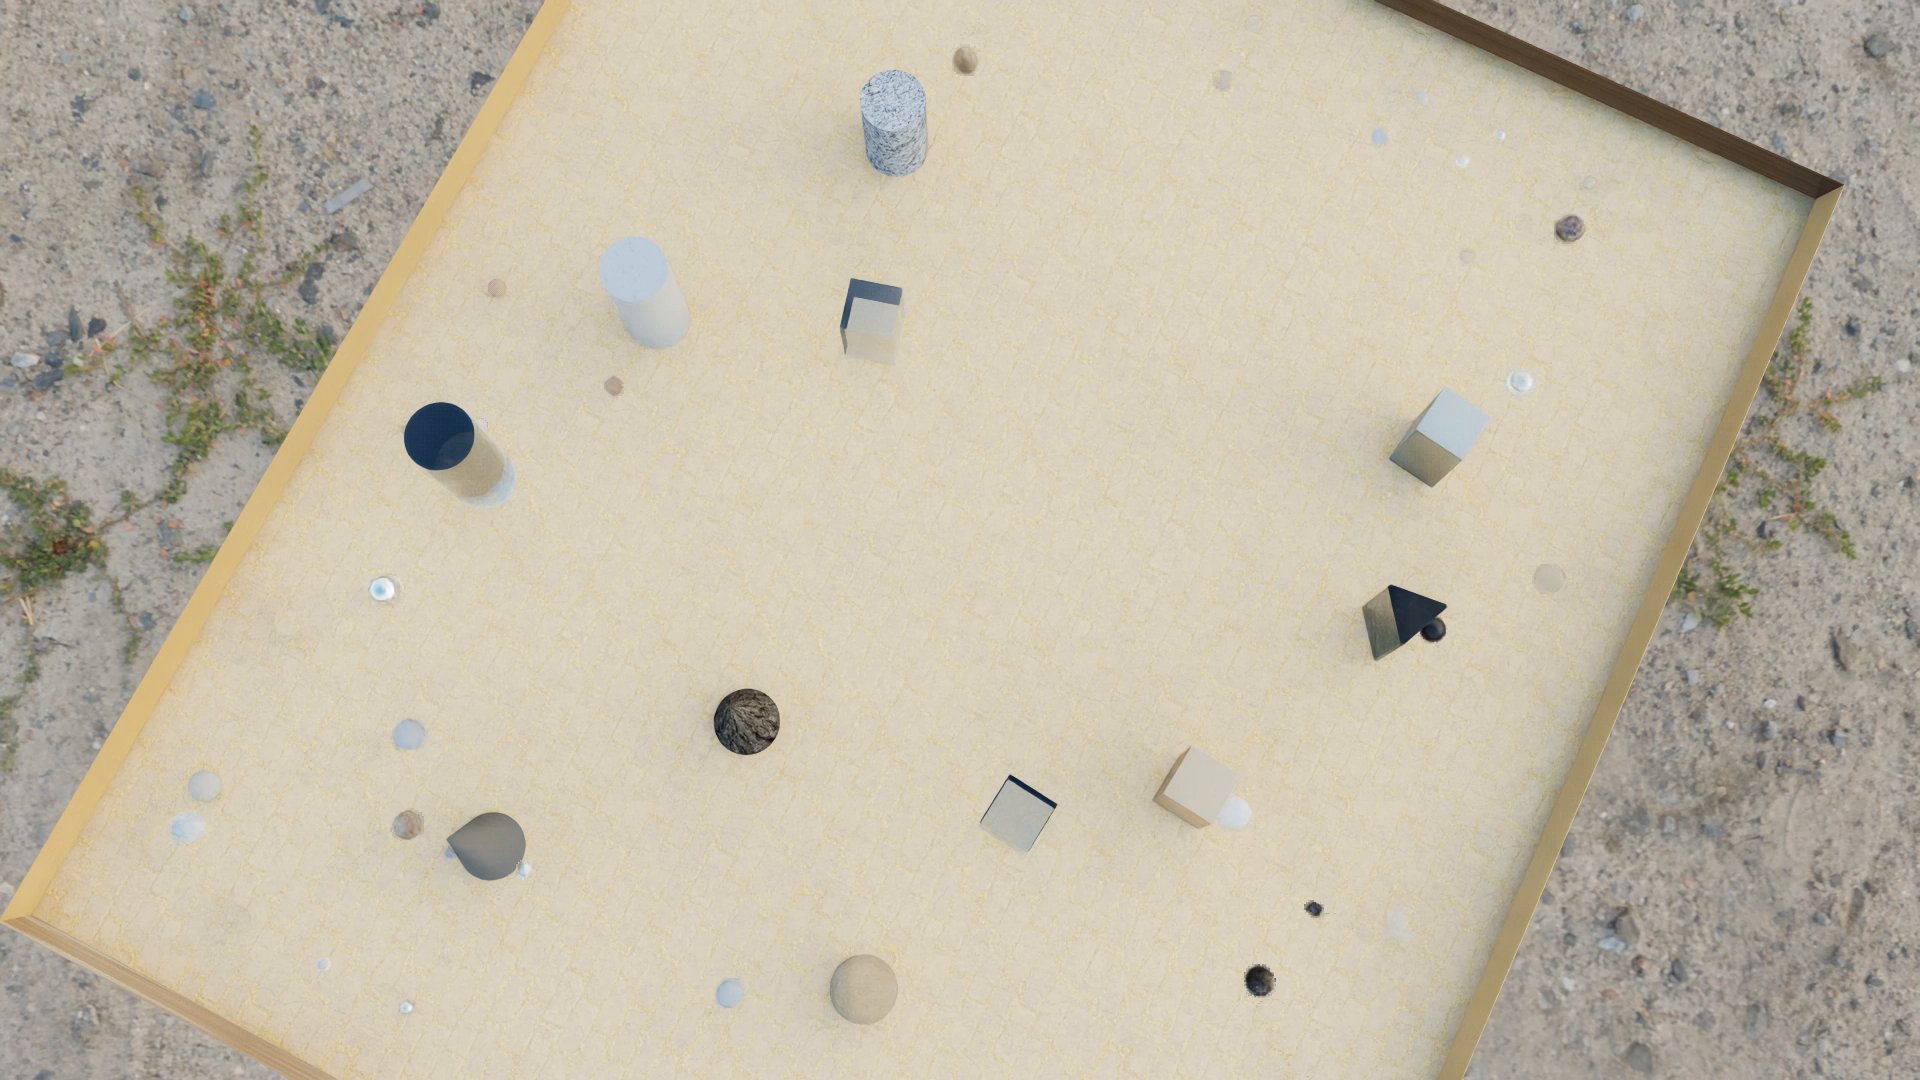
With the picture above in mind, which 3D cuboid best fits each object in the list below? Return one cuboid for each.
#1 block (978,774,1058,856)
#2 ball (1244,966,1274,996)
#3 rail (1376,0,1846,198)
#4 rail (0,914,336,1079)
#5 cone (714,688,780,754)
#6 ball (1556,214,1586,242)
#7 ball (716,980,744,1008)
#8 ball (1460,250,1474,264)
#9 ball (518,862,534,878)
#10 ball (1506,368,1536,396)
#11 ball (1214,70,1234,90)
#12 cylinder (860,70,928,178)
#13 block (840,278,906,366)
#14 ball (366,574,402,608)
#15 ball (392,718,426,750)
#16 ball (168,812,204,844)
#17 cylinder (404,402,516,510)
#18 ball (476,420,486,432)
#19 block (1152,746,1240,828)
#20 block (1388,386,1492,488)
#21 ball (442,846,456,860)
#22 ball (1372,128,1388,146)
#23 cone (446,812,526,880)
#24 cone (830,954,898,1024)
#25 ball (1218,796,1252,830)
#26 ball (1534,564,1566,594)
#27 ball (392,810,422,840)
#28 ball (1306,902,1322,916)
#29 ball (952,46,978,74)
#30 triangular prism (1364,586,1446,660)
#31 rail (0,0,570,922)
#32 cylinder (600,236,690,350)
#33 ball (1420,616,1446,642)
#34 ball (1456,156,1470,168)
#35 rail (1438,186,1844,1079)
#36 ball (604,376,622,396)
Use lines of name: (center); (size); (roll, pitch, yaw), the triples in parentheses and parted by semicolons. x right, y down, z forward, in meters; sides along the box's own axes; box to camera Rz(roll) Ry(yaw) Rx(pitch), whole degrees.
block: (0.165, 0.798, 5.296); (0.160, 0.304, 0.160); (32, 80, 6)
ball: (0.868, 1.279, 5.308); (0.086, 0.086, 0.086); (0, 78, 0)
rail: (0.992, -1.935, 5.950); (3.931, 0.130, 0.045); (26, 80, 5)
rail: (-0.992, 1.949, 5.146); (3.931, 0.130, 0.045); (26, 80, 5)
cone: (-0.640, 0.502, 5.294); (0.200, 0.428, 0.200); (0, 78, 0)
ball: (1.923, -0.983, 5.774); (0.091, 0.091, 0.091); (0, 78, 0)
ball: (-0.666, 1.313, 5.304); (0.081, 0.081, 0.081); (0, 78, 0)
ball: (1.598, -0.893, 5.779); (0.043, 0.043, 0.043); (0, 78, 0)
ball: (-1.279, 0.968, 5.391); (0.046, 0.046, 0.046); (0, 78, 0)
ball: (1.736, -0.488, 5.674); (0.086, 0.086, 0.086); (0, 78, 0)
ball: (0.846, -1.480, 5.891); (0.063, 0.063, 0.063); (0, 78, 0)
cylinder: (-0.202, -1.293, 5.707); (0.200, 0.348, 0.200); (0, 78, 0)
block: (-0.265, -0.665, 5.611); (0.160, 0.280, 0.160); (11, 79, 2)
ball: (-1.739, 0.152, 5.534); (0.100, 0.100, 0.100); (0, 78, 0)
ball: (-1.638, 0.579, 5.449); (0.094, 0.094, 0.094); (0, 78, 0)
ball: (-2.277, 0.846, 5.393); (0.095, 0.095, 0.095); (0, 78, 0)
cylinder: (-1.469, -0.242, 5.412); (0.200, 0.499, 0.200); (0, 78, 0)
ball: (-1.486, -0.348, 5.667); (0.042, 0.042, 0.042); (0, 78, 0)
block: (0.682, 0.719, 5.310); (0.160, 0.308, 0.160); (32, 80, 6)
block: (1.436, -0.305, 5.500); (0.160, 0.351, 0.160); (35, 80, 7)
ball: (-1.500, 0.922, 5.395); (0.042, 0.042, 0.042); (0, 78, 0)
ball: (1.341, -1.288, 5.856); (0.053, 0.053, 0.053); (0, 78, 0)
cone: (-1.387, 0.857, 5.187); (0.200, 0.494, 0.200); (0, 78, 0)
cone: (-0.281, 1.269, 5.142); (0.200, 0.415, 0.200); (0, 78, 0)
ball: (0.808, 0.805, 5.399); (0.099, 0.099, 0.099); (0, 78, 0)
ball: (1.786, 0.115, 5.546); (0.091, 0.091, 0.091); (0, 78, 0)
ball: (-1.628, 0.840, 5.399); (0.085, 0.085, 0.085); (0, 78, 0)
ball: (1.037, 1.082, 5.370); (0.044, 0.044, 0.044); (0, 78, 0)
ball: (0.018, -1.542, 5.892); (0.086, 0.086, 0.086); (0, 78, 0)
triangular prism: (1.274, 0.220, 5.394); (0.173, 0.346, 0.150); (-39, 81, -7)
rail: (-1.737, -0.843, 5.724); (0.045, 0.130, 4.482); (26, 80, 5)
cylinder: (-0.948, -0.741, 5.540); (0.200, 0.450, 0.200); (0, 78, 0)
ball: (1.424, 0.269, 5.518); (0.079, 0.079, 0.079); (0, 78, 0)
ball: (1.604, -1.207, 5.846); (0.040, 0.040, 0.040); (0, 78, 0)
rail: (1.737, 0.857, 5.372); (0.045, 0.130, 4.482); (26, 80, 5)
ball: (-1.075, -0.477, 5.686); (0.057, 0.057, 0.057); (0, 78, 0)
